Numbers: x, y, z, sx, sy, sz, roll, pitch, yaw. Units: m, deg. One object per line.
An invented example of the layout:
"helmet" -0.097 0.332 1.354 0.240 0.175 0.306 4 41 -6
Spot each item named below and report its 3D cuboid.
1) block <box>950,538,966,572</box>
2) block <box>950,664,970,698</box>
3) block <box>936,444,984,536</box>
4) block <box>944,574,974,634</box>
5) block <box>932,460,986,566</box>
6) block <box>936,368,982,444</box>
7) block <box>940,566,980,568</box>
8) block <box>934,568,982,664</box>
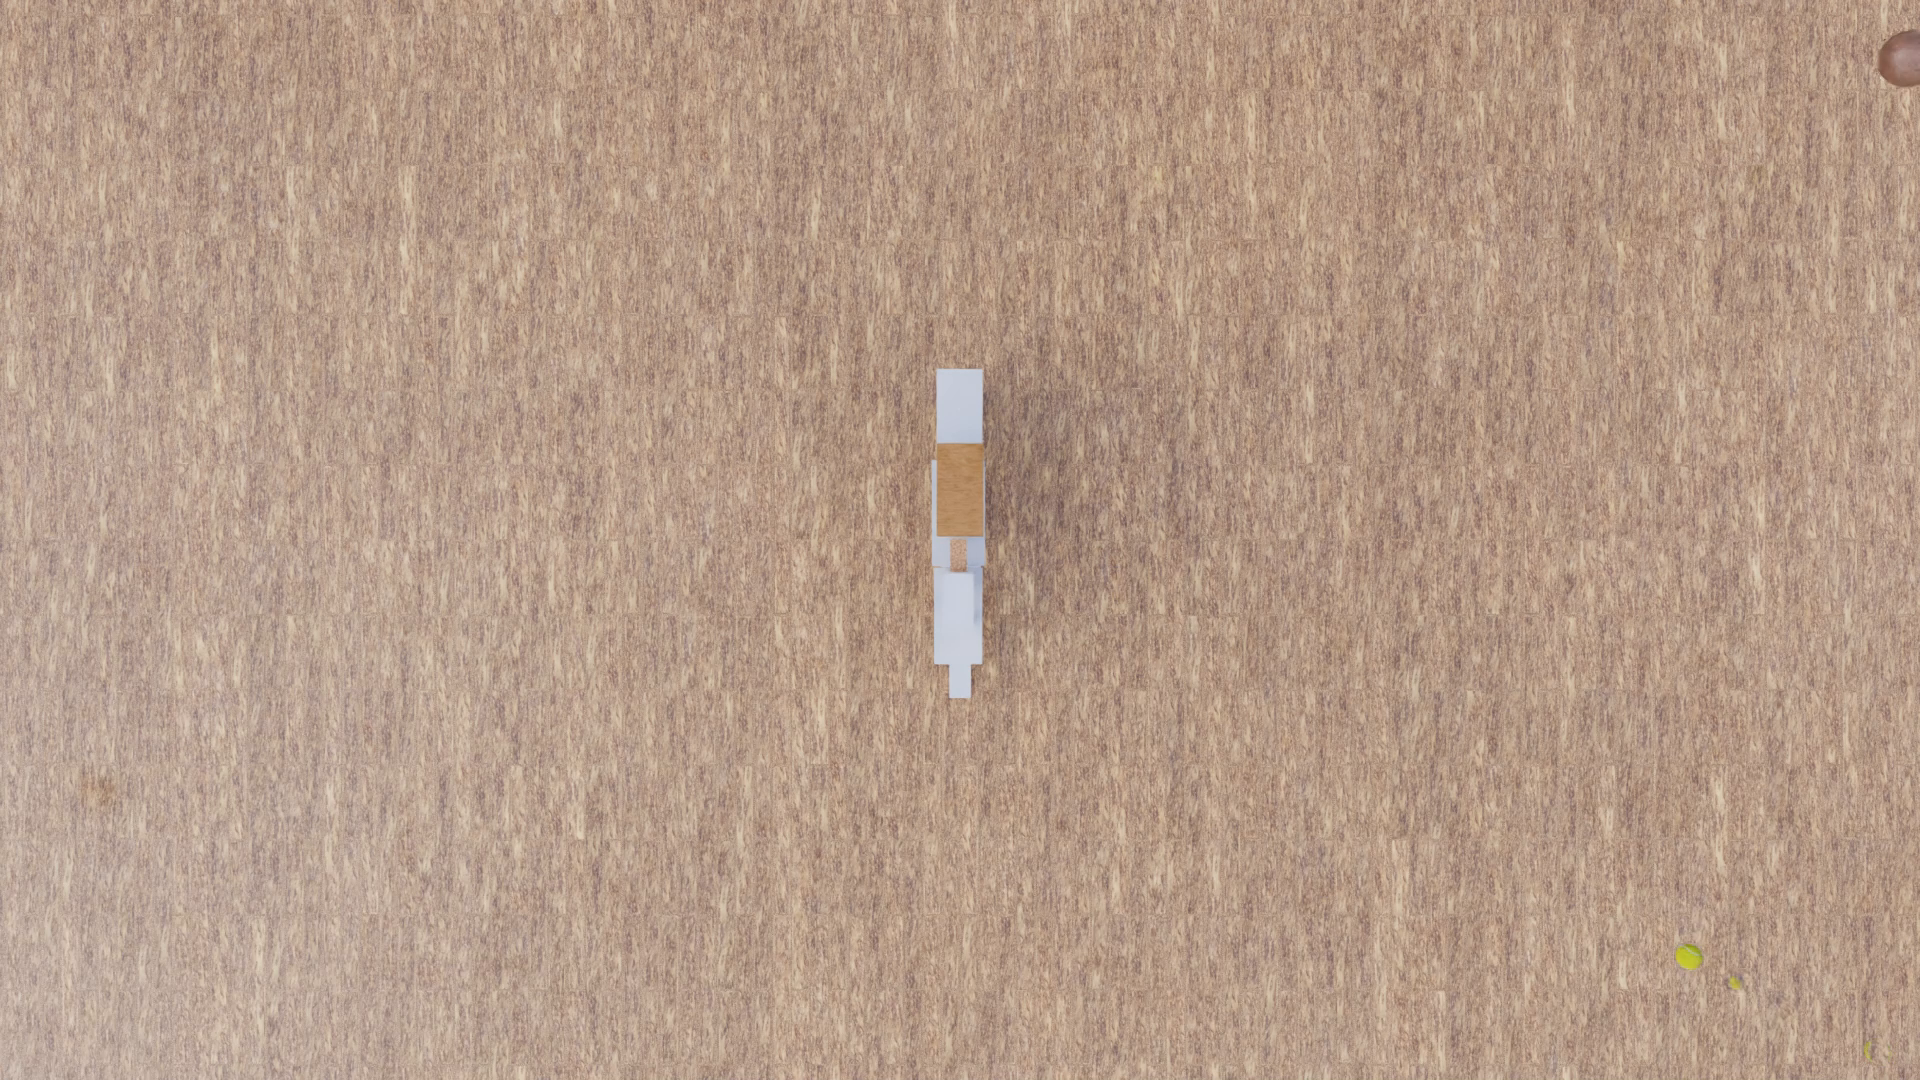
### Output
"block" -0.004 0.043 4.753 0.048 0.014 0.095 0 90 0
"block" 0.001 0.443 5.352 0.069 0.020 0.139 0 90 0
"block" 0.000 -0.138 4.578 0.129 0.037 0.258 0 90 0
"block" -0.004 0.181 4.701 0.085 0.024 0.170 0 90 0
"block" -0.005 -0.079 4.877 0.156 0.044 0.311 0 90 0
"block" -0.001 -0.376 4.962 0.136 0.039 0.273 0 90 0
"block" 0.002 0.096 5.228 0.127 0.036 0.254 0 90 0
"block" -0.005 0.224 4.904 0.143 0.041 0.286 0 90 0
